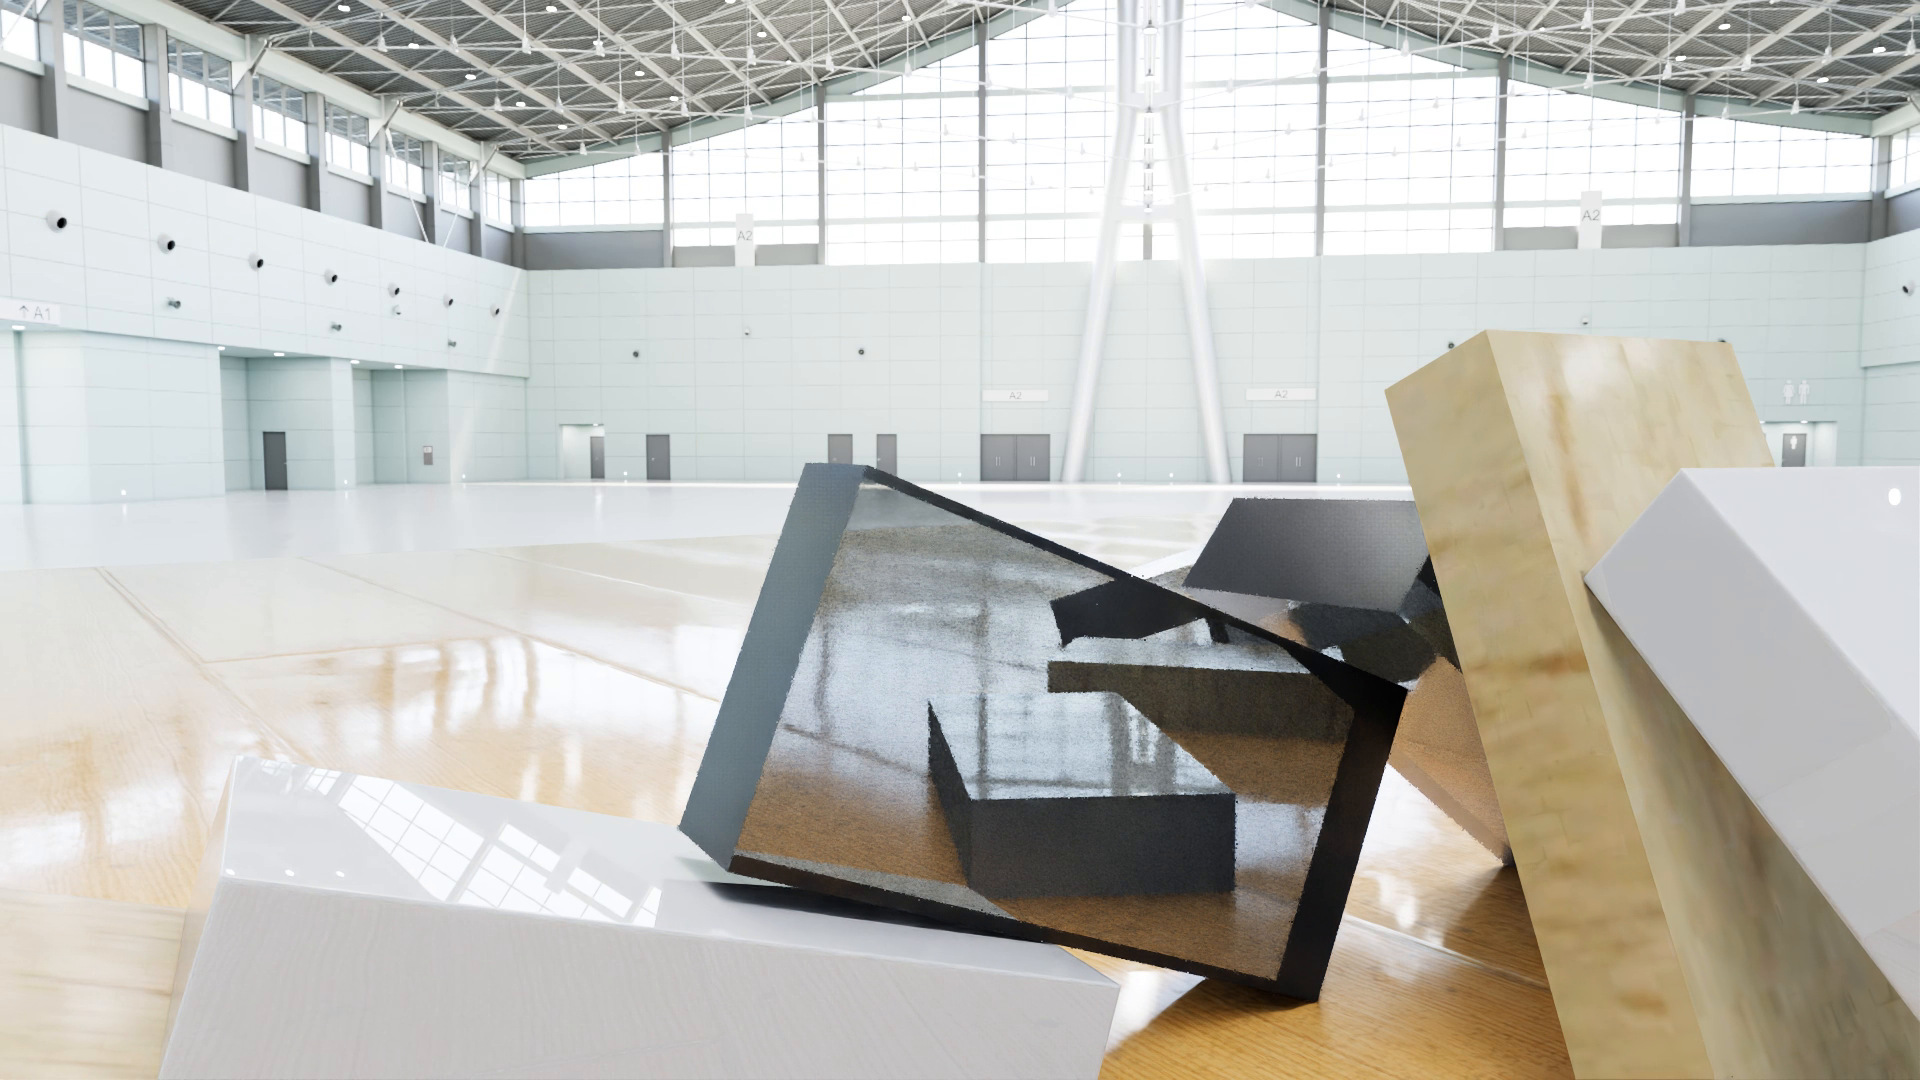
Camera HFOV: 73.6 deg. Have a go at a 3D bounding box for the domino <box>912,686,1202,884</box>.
[{"bbox_3d":[0.009,0.027,0.150,0.025,0.010,0.050,0,4,-6],"label":"domino"}]

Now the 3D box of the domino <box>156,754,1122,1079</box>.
[{"bbox_3d":[-0.018,0.025,0.078,0.050,0.009,0.025,17,-4,-28],"label":"domino"}]

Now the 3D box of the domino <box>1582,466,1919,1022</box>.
[{"bbox_3d":[0.058,0.017,0.065,0.025,0.010,0.050,-2,48,-22],"label":"domino"}]

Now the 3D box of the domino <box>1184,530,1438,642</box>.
[{"bbox_3d":[0.075,0.010,0.269,0.050,0.010,0.025,-17,3,2],"label":"domino"}]

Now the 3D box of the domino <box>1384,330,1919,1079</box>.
[{"bbox_3d":[0.047,0.011,0.086,0.025,0.050,0.009,-2,-17,-26],"label":"domino"}]

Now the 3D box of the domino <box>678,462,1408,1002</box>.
[{"bbox_3d":[0.009,0.015,0.091,0.050,0.025,0.009,22,-7,-29],"label":"domino"}]

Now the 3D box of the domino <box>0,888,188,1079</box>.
[{"bbox_3d":[-0.048,0.026,0.063,0.050,0.009,0.025,17,-5,-28],"label":"domino"}]

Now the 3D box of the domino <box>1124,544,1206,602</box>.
[{"bbox_3d":[0.043,0.010,0.268,0.050,0.010,0.025,-17,3,-7],"label":"domino"}]

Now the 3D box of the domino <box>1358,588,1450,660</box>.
[{"bbox_3d":[0.106,0.011,0.257,0.050,0.009,0.025,-17,-1,18],"label":"domino"}]

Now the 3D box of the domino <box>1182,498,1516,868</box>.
[{"bbox_3d":[0.045,0.015,0.110,0.050,0.010,0.025,39,-14,-22],"label":"domino"}]

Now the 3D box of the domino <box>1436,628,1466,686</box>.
[{"bbox_3d":[0.073,0.018,0.122,0.050,0.009,0.025,26,-9,-27],"label":"domino"}]

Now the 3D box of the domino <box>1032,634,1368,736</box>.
[{"bbox_3d":[0.039,0.022,0.205,0.050,0.010,0.025,1,4,16],"label":"domino"}]
